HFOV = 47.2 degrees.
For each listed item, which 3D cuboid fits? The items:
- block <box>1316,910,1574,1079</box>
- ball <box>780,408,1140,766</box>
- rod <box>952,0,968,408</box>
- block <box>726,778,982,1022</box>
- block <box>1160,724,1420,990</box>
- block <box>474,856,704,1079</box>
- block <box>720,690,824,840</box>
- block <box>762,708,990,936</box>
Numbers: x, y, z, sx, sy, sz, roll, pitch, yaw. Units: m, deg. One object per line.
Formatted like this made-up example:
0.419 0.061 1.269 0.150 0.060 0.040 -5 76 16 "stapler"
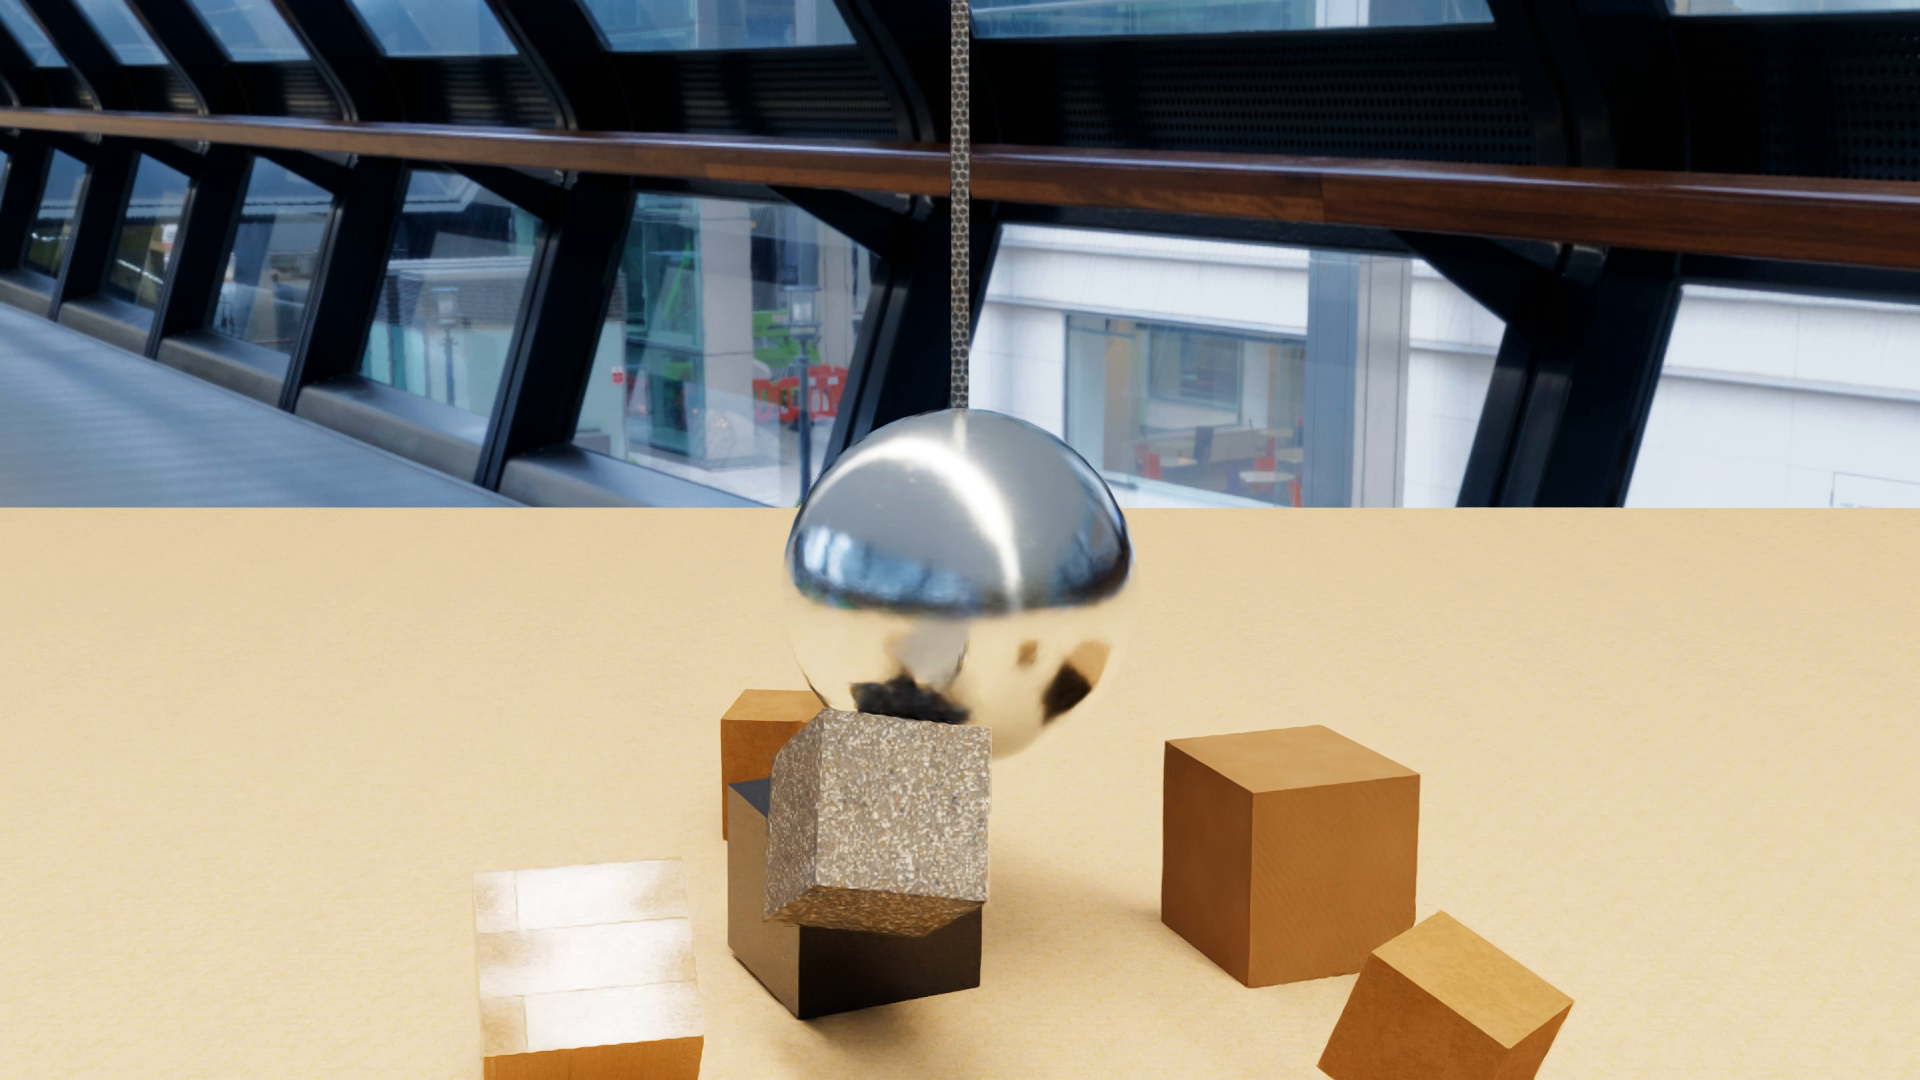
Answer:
1.735 1.768 7.871 0.572 0.525 0.542 34 28 30 "block"
0.000 0.215 9.788 1.600 1.600 1.600 0 10 0 "ball"
0.000 -3.180 9.982 0.080 5.200 0.080 0 -3 0 "rod"
-0.457 1.461 9.335 0.822 0.745 0.824 -5 14 -26 "block"
1.434 1.366 9.669 0.793 0.854 0.861 -4 11 -20 "block"
-1.347 1.639 7.889 0.738 0.646 0.711 -3 51 -14 "block"
-0.876 1.164 11.395 0.598 0.633 0.624 1 10 6 "block"
-0.324 1.095 8.408 0.656 0.660 0.724 9 -22 -18 "block"
